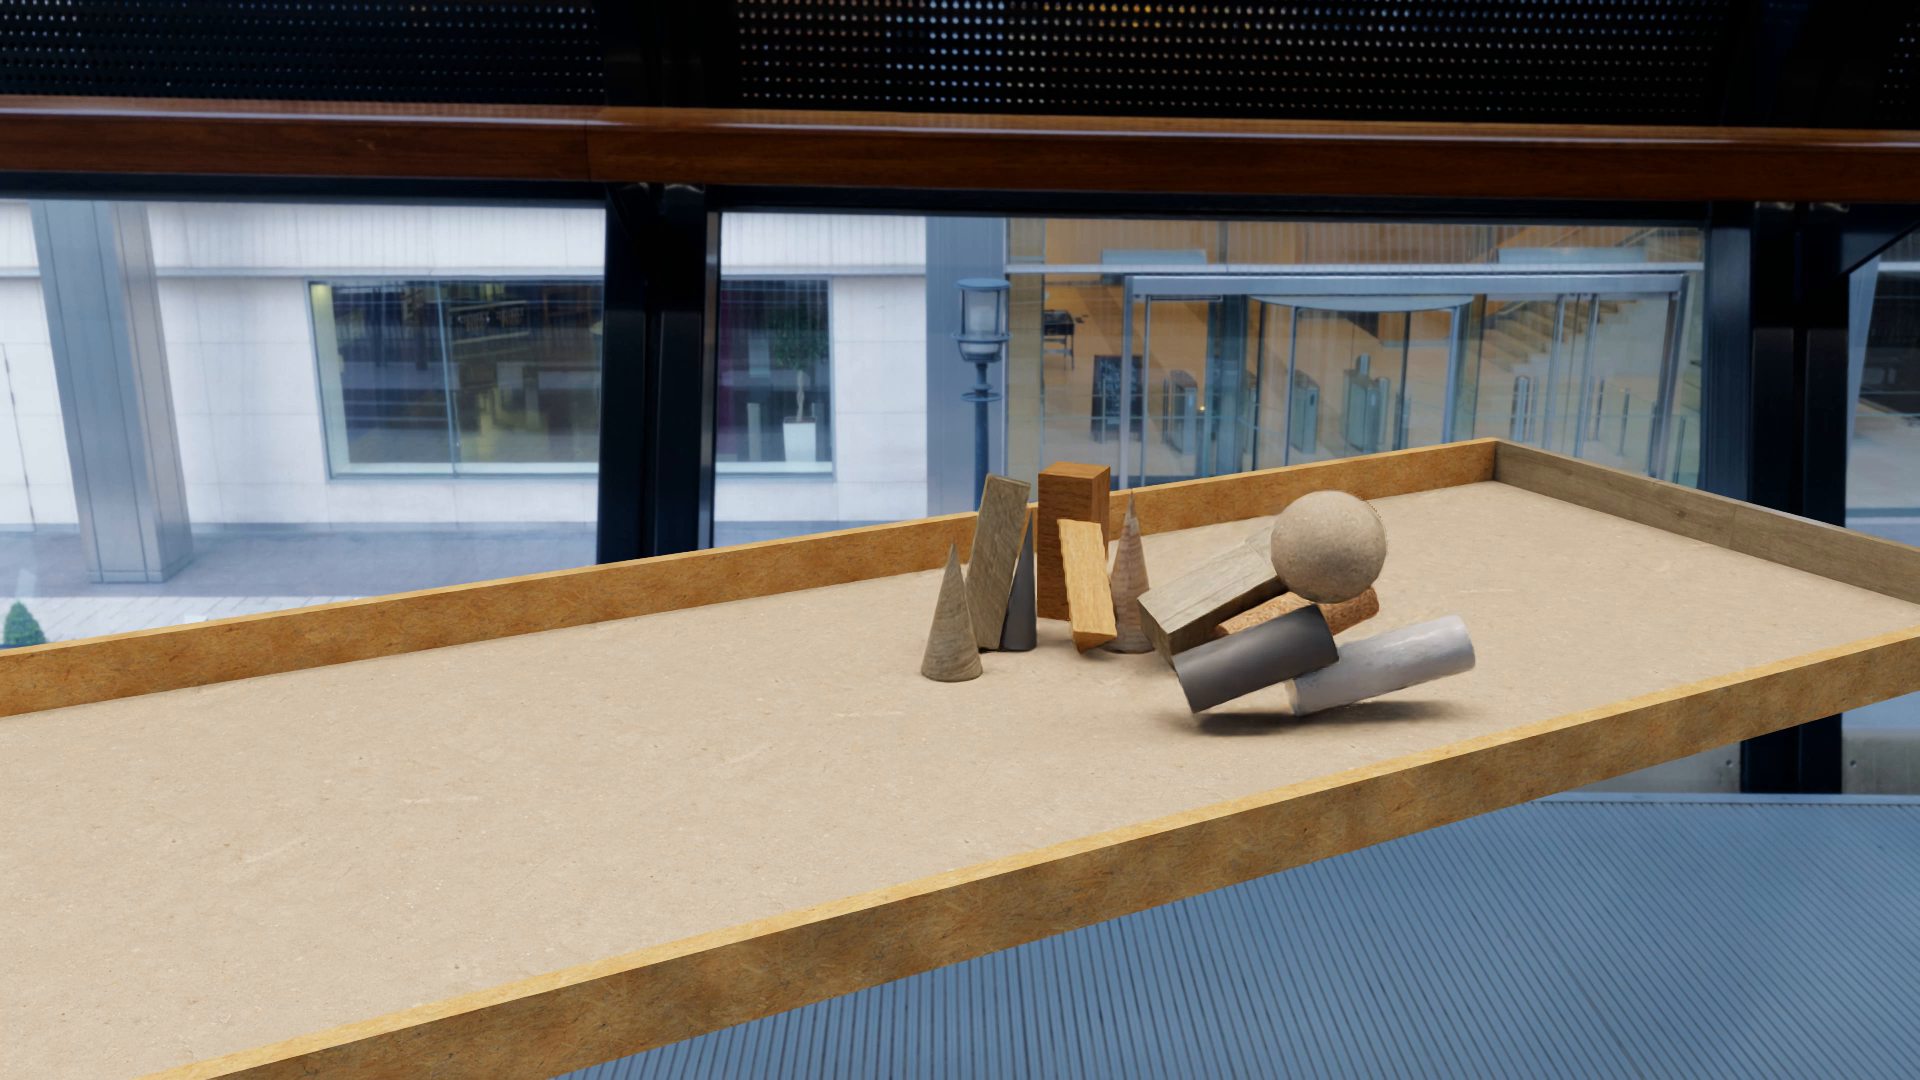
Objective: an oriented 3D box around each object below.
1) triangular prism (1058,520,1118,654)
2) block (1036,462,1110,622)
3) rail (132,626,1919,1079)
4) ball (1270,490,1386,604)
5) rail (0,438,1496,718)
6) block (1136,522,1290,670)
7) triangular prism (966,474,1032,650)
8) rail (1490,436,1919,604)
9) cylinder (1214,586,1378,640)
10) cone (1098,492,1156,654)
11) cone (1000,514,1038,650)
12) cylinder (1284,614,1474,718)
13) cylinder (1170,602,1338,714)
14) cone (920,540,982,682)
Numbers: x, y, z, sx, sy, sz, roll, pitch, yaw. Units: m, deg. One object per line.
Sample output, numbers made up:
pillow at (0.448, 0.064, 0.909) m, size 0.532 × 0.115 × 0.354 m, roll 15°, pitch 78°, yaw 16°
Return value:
triangular prism at (0.312, 0.109, 4.363) m, size 0.125 × 0.348 × 0.108 m, roll -29°, pitch -40°, yaw 32°
block at (0.316, 0.005, 4.603) m, size 0.156 × 0.414 × 0.156 m, roll 7°, pitch 18°, yaw 22°
rail at (-2.336, 1.006, 1.665) m, size 12.000 × 0.150 × 0.050 m, roll -9°, pitch 18°, yaw -27°
ball at (0.841, 0.016, 3.770) m, size 0.260 × 0.260 × 0.260 m, roll 0°, pitch 16°, yaw 0°
rail at (-3.305, 0.497, 3.399) m, size 12.000 × 0.150 × 0.050 m, roll -9°, pitch 18°, yaw -27°
block at (0.683, 0.143, 4.260) m, size 0.426 × 0.147 × 0.147 m, roll -27°, pitch 49°, yaw -11°
triangular prism at (0.061, 0.055, 4.383) m, size 0.134 × 0.448 × 0.116 m, roll 12°, pitch -2°, yaw -27°
rail at (2.466, -0.048, 5.253) m, size 0.050 × 0.150 × 2.100 m, roll -9°, pitch 18°, yaw -27°
cylinder at (0.853, 0.206, 4.190) m, size 0.396 × 0.150 × 0.150 m, roll -23°, pitch 23°, yaw -14°
cone at (0.448, 0.071, 4.356) m, size 0.174 × 0.427 × 0.174 m, roll 0°, pitch 16°, yaw 0°
cone at (0.170, 0.099, 4.350) m, size 0.108 × 0.367 × 0.108 m, roll 5°, pitch 14°, yaw -1°
cylinder at (0.989, 0.298, 3.915) m, size 0.424 × 0.141 × 0.141 m, roll -15°, pitch 17°, yaw -1°
cylinder at (0.682, 0.275, 3.828) m, size 0.356 × 0.143 × 0.143 m, roll -21°, pitch 16°, yaw 4°
cone at (-0.018, 0.162, 4.161) m, size 0.160 × 0.360 × 0.160 m, roll 1°, pitch 17°, yaw 0°
